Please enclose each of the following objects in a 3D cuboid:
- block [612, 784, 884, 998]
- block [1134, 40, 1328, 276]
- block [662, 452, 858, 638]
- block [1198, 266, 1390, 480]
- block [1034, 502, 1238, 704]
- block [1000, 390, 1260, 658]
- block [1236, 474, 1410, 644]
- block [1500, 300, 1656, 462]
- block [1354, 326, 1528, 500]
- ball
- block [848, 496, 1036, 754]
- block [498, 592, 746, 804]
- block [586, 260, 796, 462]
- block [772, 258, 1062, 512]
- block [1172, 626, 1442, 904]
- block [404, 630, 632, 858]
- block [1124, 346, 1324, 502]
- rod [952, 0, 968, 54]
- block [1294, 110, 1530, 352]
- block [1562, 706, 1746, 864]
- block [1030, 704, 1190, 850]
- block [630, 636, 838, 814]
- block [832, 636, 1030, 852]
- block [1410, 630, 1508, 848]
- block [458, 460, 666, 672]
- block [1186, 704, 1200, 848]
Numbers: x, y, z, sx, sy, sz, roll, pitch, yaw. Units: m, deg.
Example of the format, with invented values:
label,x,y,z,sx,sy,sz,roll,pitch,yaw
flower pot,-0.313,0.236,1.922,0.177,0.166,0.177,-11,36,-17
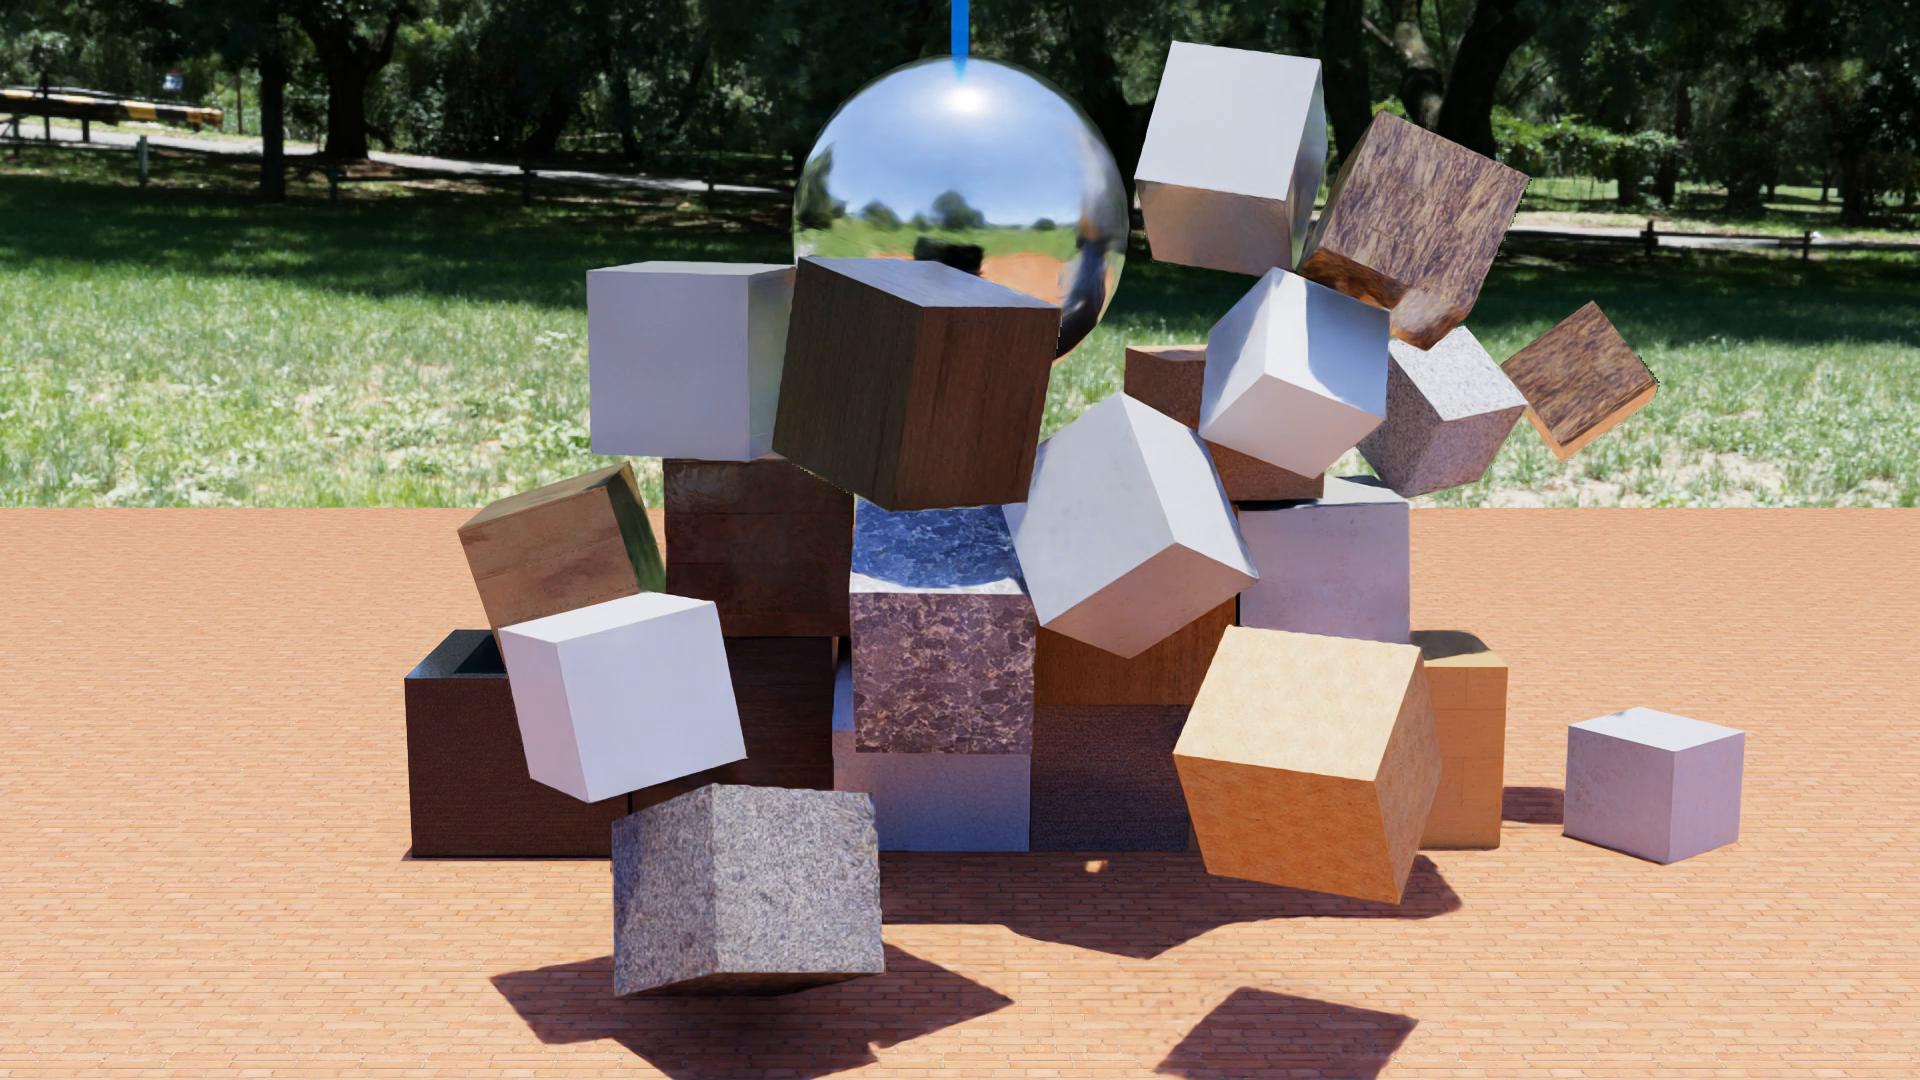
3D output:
label,x,y,z,sx,sy,sz,roll,pitch,yaw
block,-0.848,1.400,8.661,0.727,0.698,0.832,8,-20,-34
block,1.302,-1.787,10.432,0.701,0.743,0.787,11,-18,16
block,-0.963,-0.041,11.155,0.925,0.881,0.927,0,10,1
block,1.541,-0.764,10.148,0.621,0.598,0.605,19,-32,-16
block,0.855,0.226,11.232,0.984,0.996,1.024,0,10,0
block,0.744,-0.054,9.936,0.748,0.801,0.704,-34,-33,26
block,1.782,0.160,11.213,0.833,0.816,0.943,-3,10,0
block,3.221,-0.821,11.487,0.568,0.536,0.569,-36,-13,9
block,2.430,-0.655,11.342,0.569,0.591,0.570,-12,54,-29
ball,0.000,-1.480,10.397,1.600,1.600,1.600,0,10,0
block,-0.067,0.332,10.458,0.835,0.994,0.931,1,39,1
block,-1.389,0.622,8.997,0.671,0.645,0.794,-14,8,-26
block,-1.296,-0.908,10.953,0.830,0.893,0.798,3,11,16
block,-0.188,-0.645,8.882,0.707,0.810,0.818,-5,22,-40
block,1.361,0.859,8.507,0.776,0.715,0.678,6,46,27
block,-2.178,1.028,11.353,1.072,0.916,1.094,0,10,0
block,1.320,-0.599,11.053,0.800,0.692,0.768,-2,11,-12
rod,0.000,-4.865,10.073,0.080,5.200,0.080,0,5,0
block,2.045,-1.407,10.126,0.730,0.688,0.782,25,-8,2
block,3.522,1.234,11.172,0.602,0.574,0.624,-8,13,-37
block,0.744,1.099,11.370,0.782,0.770,0.868,0,10,0
block,-1.129,0.931,11.365,1.007,1.101,1.012,0,10,0
block,-0.134,0.972,11.128,0.957,0.797,0.898,0,36,0
block,2.315,1.013,11.382,0.800,0.935,0.830,0,10,0
block,-1.990,0.115,11.210,0.762,0.742,0.855,-17,10,3
block,1.525,1.105,11.373,0.760,0.756,0.813,0,10,0
